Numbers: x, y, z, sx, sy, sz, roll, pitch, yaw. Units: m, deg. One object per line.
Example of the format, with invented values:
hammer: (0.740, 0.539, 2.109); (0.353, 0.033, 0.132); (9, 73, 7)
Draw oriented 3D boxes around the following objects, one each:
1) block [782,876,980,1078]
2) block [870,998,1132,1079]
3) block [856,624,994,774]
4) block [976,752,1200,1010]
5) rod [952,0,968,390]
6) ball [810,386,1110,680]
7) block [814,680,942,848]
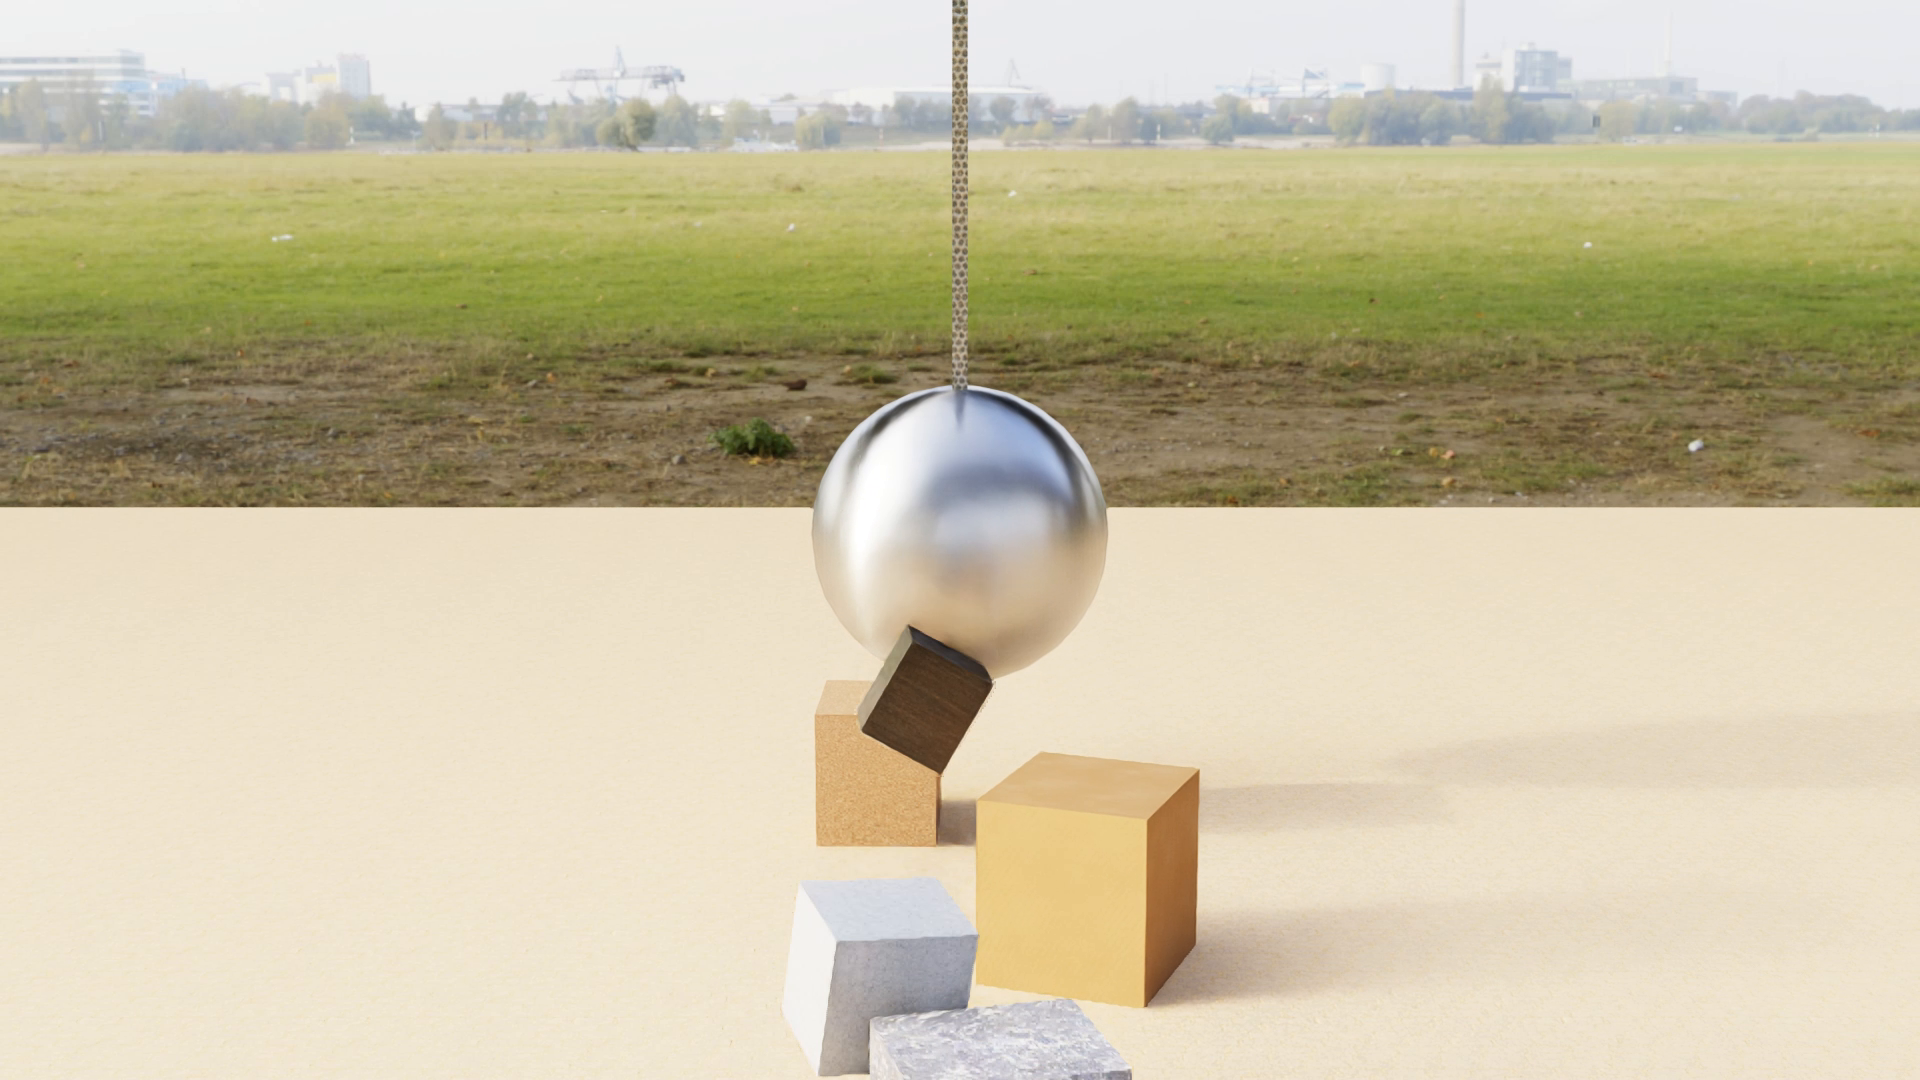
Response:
block: (-0.277, 1.473, 7.458); (0.500, 0.501, 0.424); (2, 18, -22)
block: (0.120, 1.911, 6.945); (0.682, 0.672, 0.670); (-3, 8, -13)
block: (-0.167, 0.734, 10.190); (0.426, 0.480, 0.405); (29, 5, -9)
block: (0.557, 1.434, 9.422); (0.735, 0.808, 0.792); (4, 11, 21)
rod: (0.000, -3.294, 10.858); (0.080, 5.200, 0.080); (0, 16, 0)
ball: (0.000, -0.031, 11.813); (1.600, 1.600, 1.600); (0, 10, 0)
block: (-0.412, 1.144, 11.356); (0.606, 0.686, 0.713); (0, 10, 1)
